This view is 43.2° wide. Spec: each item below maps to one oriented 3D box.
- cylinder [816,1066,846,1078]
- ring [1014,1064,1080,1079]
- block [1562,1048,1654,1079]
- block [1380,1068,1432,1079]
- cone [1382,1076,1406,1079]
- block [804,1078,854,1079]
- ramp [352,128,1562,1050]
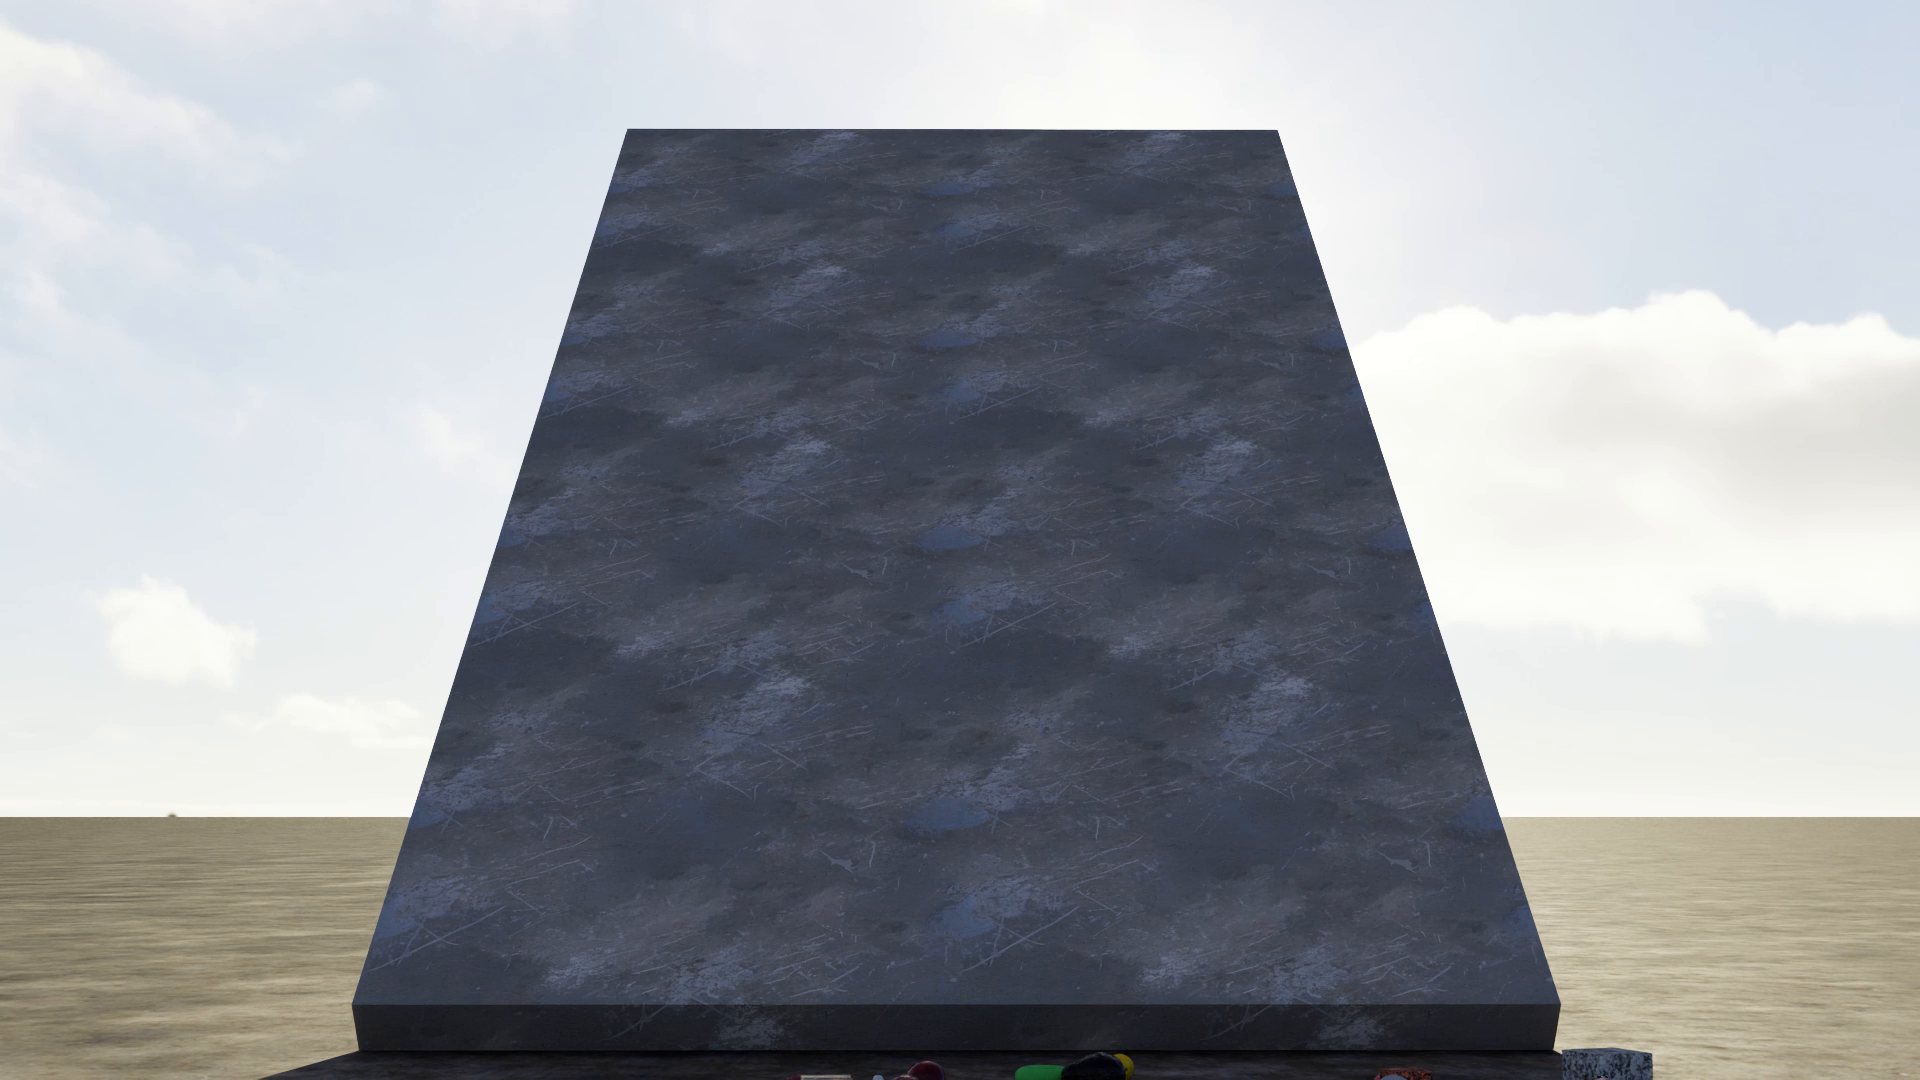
[{"bbox_3d":[-0.171,0.715,3.097,0.063,0.063,0.063,-29,6,-23],"label":"cylinder"},{"bbox_3d":[0.125,0.776,3.495,0.094,0.031,0.094,1,-7,0],"label":"ring"},{"bbox_3d":[0.855,0.717,3.199,0.083,0.083,0.083,3,-7,-22],"label":"block"},{"bbox_3d":[0.597,0.736,3.243,0.054,0.054,0.054,1,-6,-10],"label":"block"},{"bbox_3d":[0.566,0.745,3.199,0.059,0.059,0.059,1,-33,-13],"label":"cone"},{"bbox_3d":[-0.168,0.708,3.031,0.062,0.062,0.062,-1,-6,6],"label":"block"},{"bbox_3d":[-0.014,-0.205,5.755,2.000,0.100,4.000,0,31,0],"label":"ramp"}]
